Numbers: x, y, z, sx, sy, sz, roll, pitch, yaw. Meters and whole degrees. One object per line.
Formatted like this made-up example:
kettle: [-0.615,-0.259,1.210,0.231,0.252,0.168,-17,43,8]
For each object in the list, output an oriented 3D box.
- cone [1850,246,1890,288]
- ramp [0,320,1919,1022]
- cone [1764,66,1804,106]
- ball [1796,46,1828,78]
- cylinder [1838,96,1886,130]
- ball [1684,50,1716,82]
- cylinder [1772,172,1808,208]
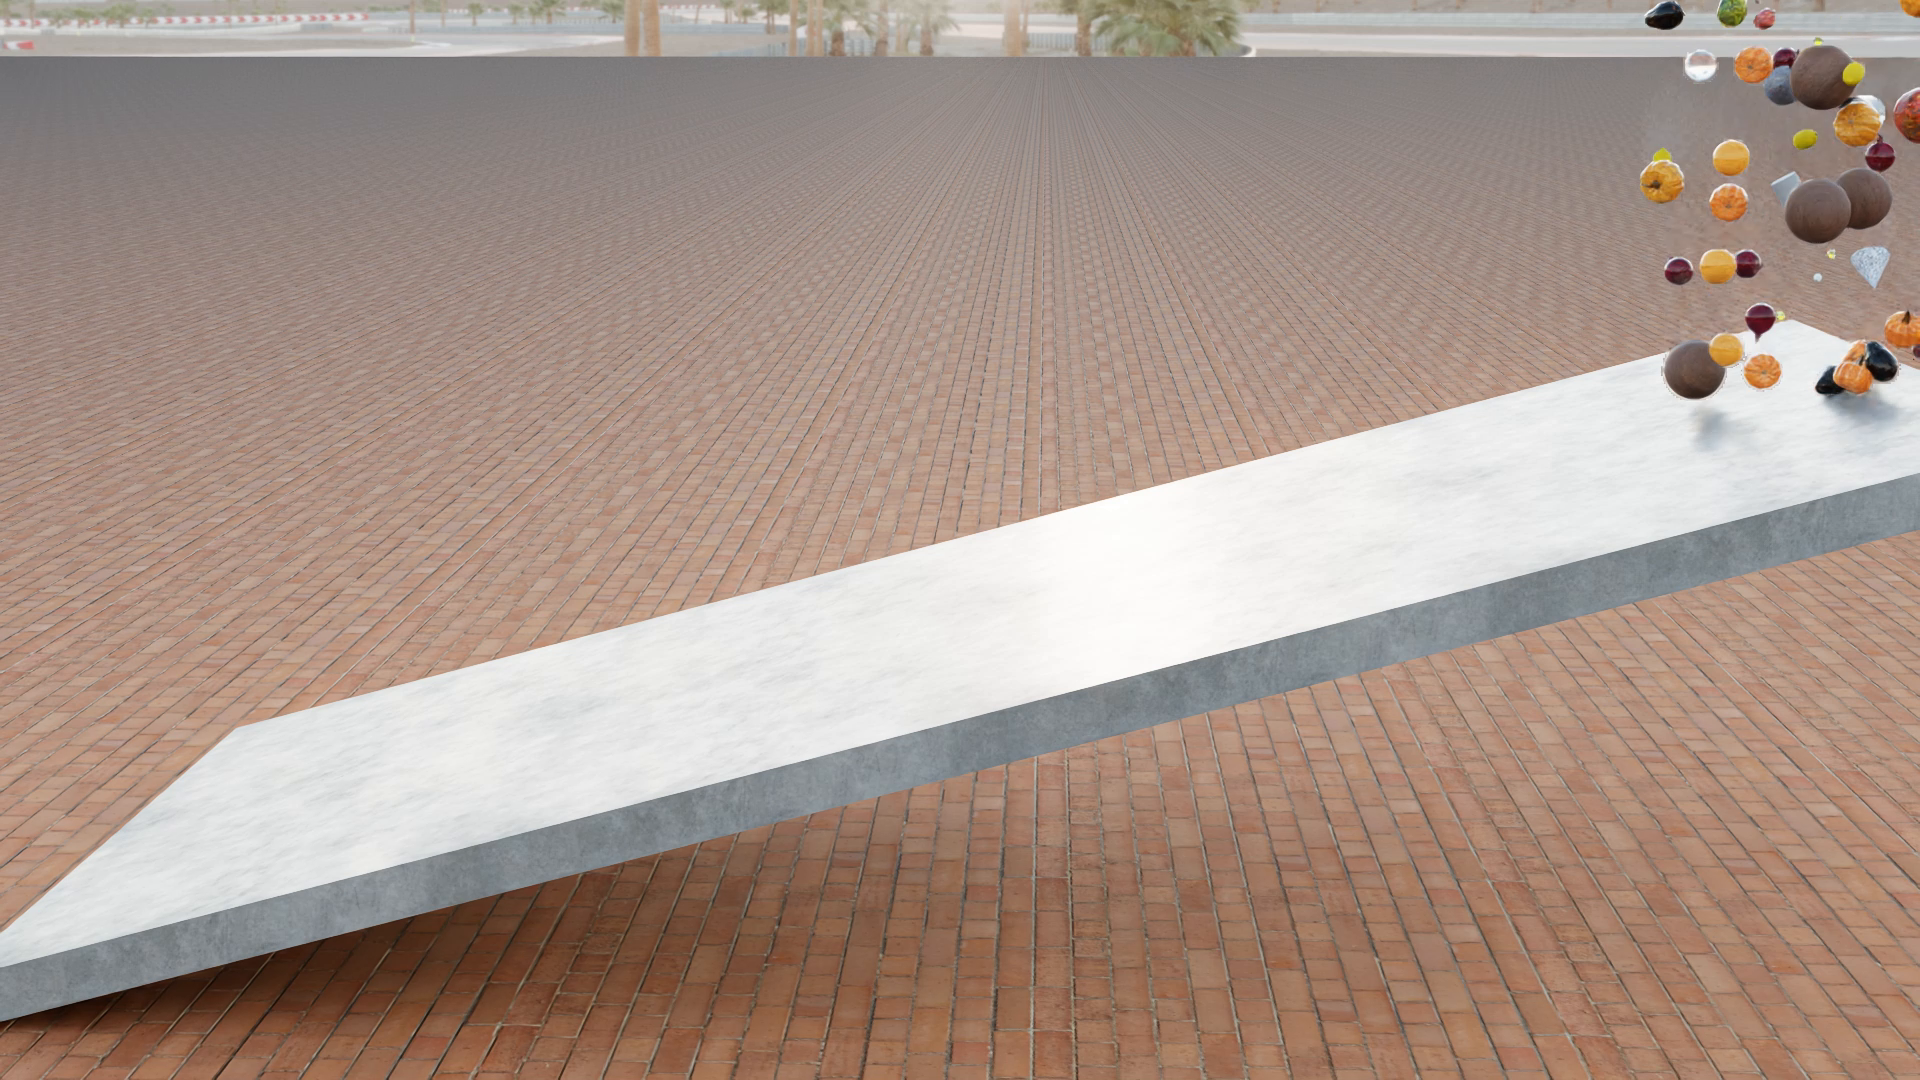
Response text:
cone: [1.817,-0.531,5.856,0.077,0.077,0.077,2,-28,1]
ramp: [0.080,0.191,6.329,4.000,0.100,2.000,-15,9,4]
cone: [1.720,-0.951,6.154,0.082,0.082,0.082,4,9,20]
ball: [1.781,-0.999,6.146,0.065,0.065,0.065,0,10,0]
cylinder: [1.910,-0.903,6.230,0.072,0.072,0.072,9,13,42]
ball: [1.492,-0.956,5.925,0.062,0.062,0.062,0,10,0]
cylinder: [1.736,-0.733,6.156,0.056,0.056,0.056,-29,5,3]
